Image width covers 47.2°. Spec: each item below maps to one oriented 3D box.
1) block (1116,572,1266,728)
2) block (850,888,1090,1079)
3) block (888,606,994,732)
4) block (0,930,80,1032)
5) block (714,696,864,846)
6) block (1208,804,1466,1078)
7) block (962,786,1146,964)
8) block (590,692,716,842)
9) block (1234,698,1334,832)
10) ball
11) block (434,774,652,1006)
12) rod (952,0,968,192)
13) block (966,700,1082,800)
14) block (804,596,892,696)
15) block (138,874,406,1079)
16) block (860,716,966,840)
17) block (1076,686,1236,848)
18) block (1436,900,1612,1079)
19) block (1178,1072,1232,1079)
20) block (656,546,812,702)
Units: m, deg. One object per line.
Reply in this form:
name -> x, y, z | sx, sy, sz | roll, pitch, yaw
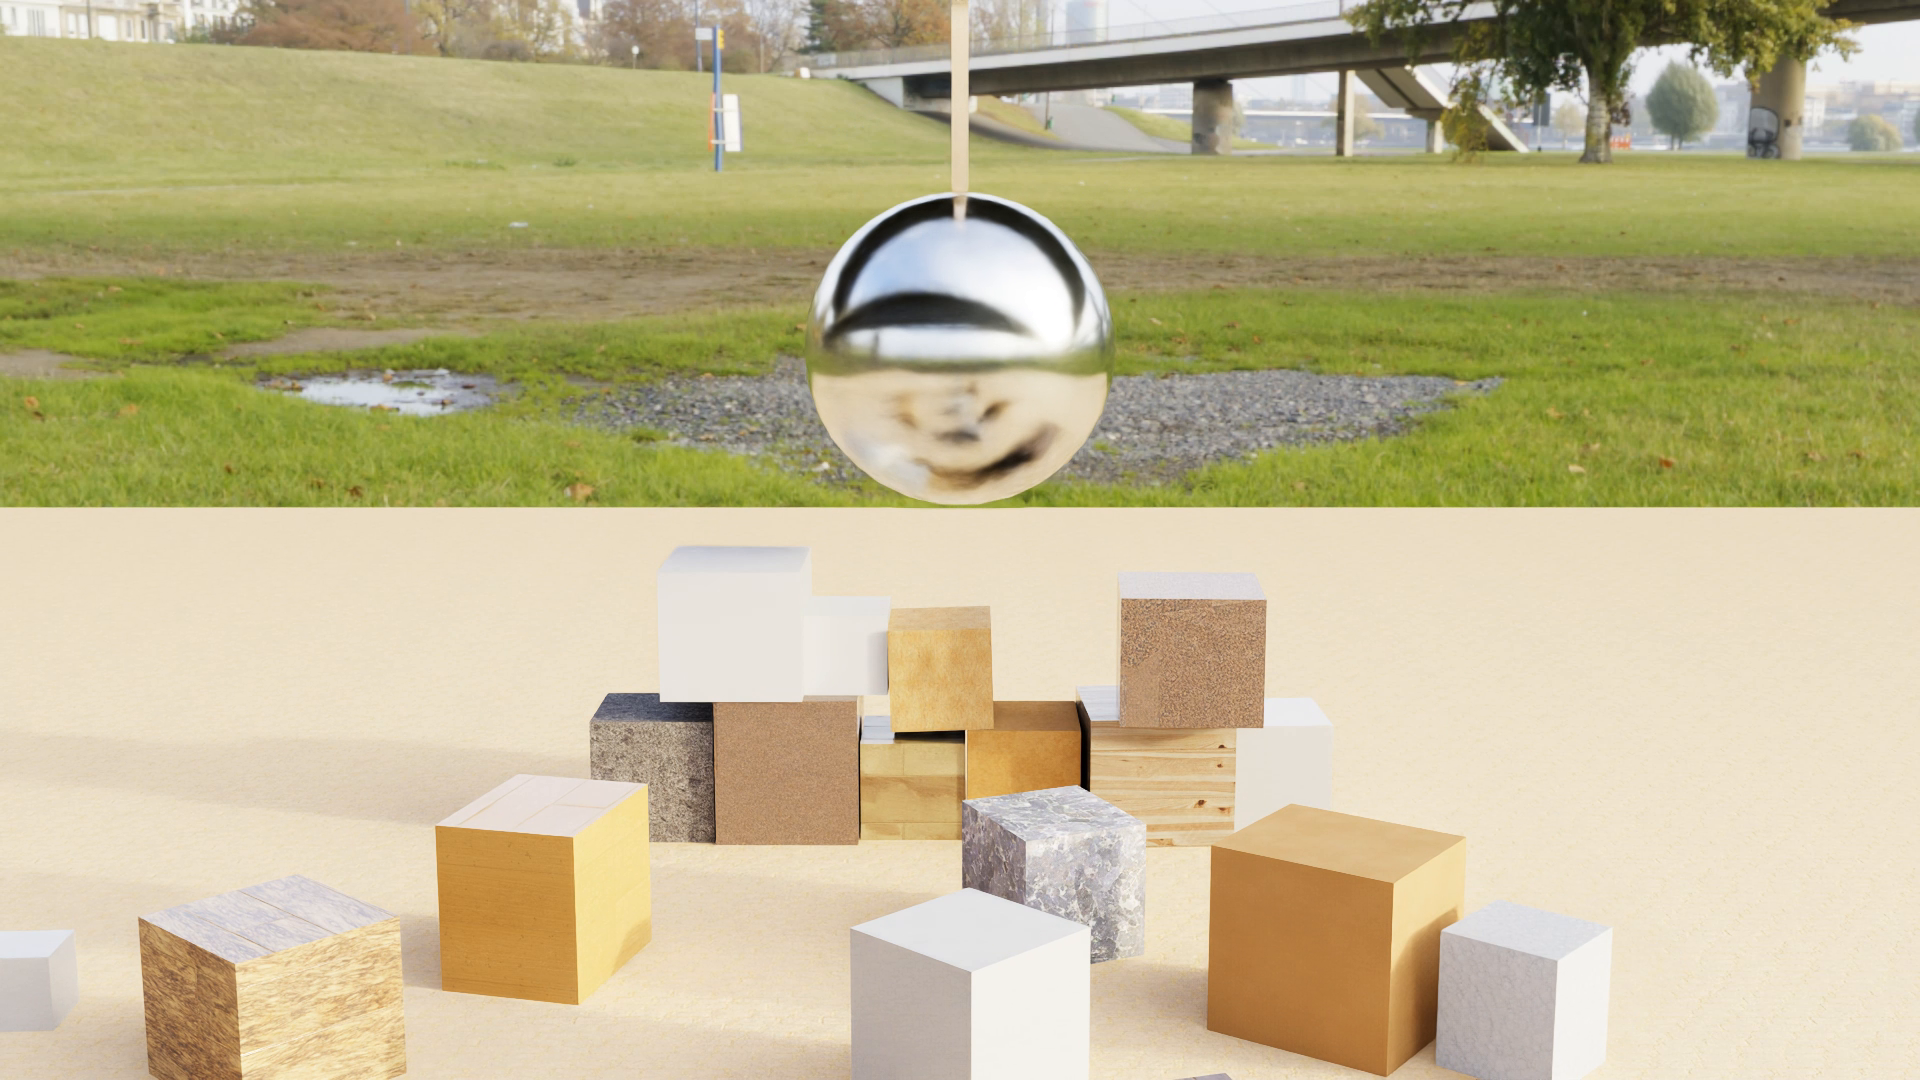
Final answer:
block -> 1.151, 0.543, 11.066 | 0.705, 0.646, 0.675 | 0, 10, 2
block -> 0.037, 1.745, 8.023 | 0.615, 0.696, 0.616 | 10, 14, 44
block -> -0.095, 0.656, 11.296 | 0.518, 0.520, 0.543 | -2, 10, 1
block -> -3.778, 1.782, 8.898 | 0.301, 0.310, 0.310 | -1, 10, -4
block -> -0.871, 1.107, 11.384 | 0.718, 0.749, 0.726 | 0, 10, 0
block -> 1.503, 1.571, 8.774 | 0.778, 0.770, 0.683 | 7, 13, 35
block -> 0.407, 1.488, 9.717 | 0.580, 0.595, 0.643 | -5, 11, -24
block -> -1.550, 1.170, 11.376 | 0.619, 0.628, 0.597 | 0, 10, 0
block -> 1.618, 1.181, 11.382 | 0.500, 0.604, 0.562 | 0, 10, -2
ball -> 0.000, -0.978, 11.287 | 1.600, 1.600, 1.600 | 0, 10, 0
block -> -1.768, 1.478, 9.422 | 0.618, 0.721, 0.773 | 3, 11, 15
rod -> 0.000, -4.291, 10.523 | 0.080, 5.200, 0.080 | 0, 13, 0
block -> 0.323, 1.190, 11.403 | 0.572, 0.578, 0.606 | 0, 10, 0
block -> -0.573, 0.538, 11.282 | 0.421, 0.408, 0.485 | 0, 10, 1
block -> -2.600, 1.724, 8.326 | 0.715, 0.629, 0.673 | 9, 14, 42
block -> -0.238, 1.227, 11.404 | 0.531, 0.506, 0.559 | 0, 10, 0
block -> 0.996, 1.156, 11.352 | 0.730, 0.663, 0.718 | -1, 10, -3
block -> 2.160, 1.749, 8.425 | 0.478, 0.545, 0.465 | 9, 14, 40
block -> 0.644, 2.044, 6.582 | 0.580, 0.622, 0.613 | -3, 11, -17
block -> -1.137, 0.419, 11.240 | 0.707, 0.657, 0.714 | 0, 10, 1
